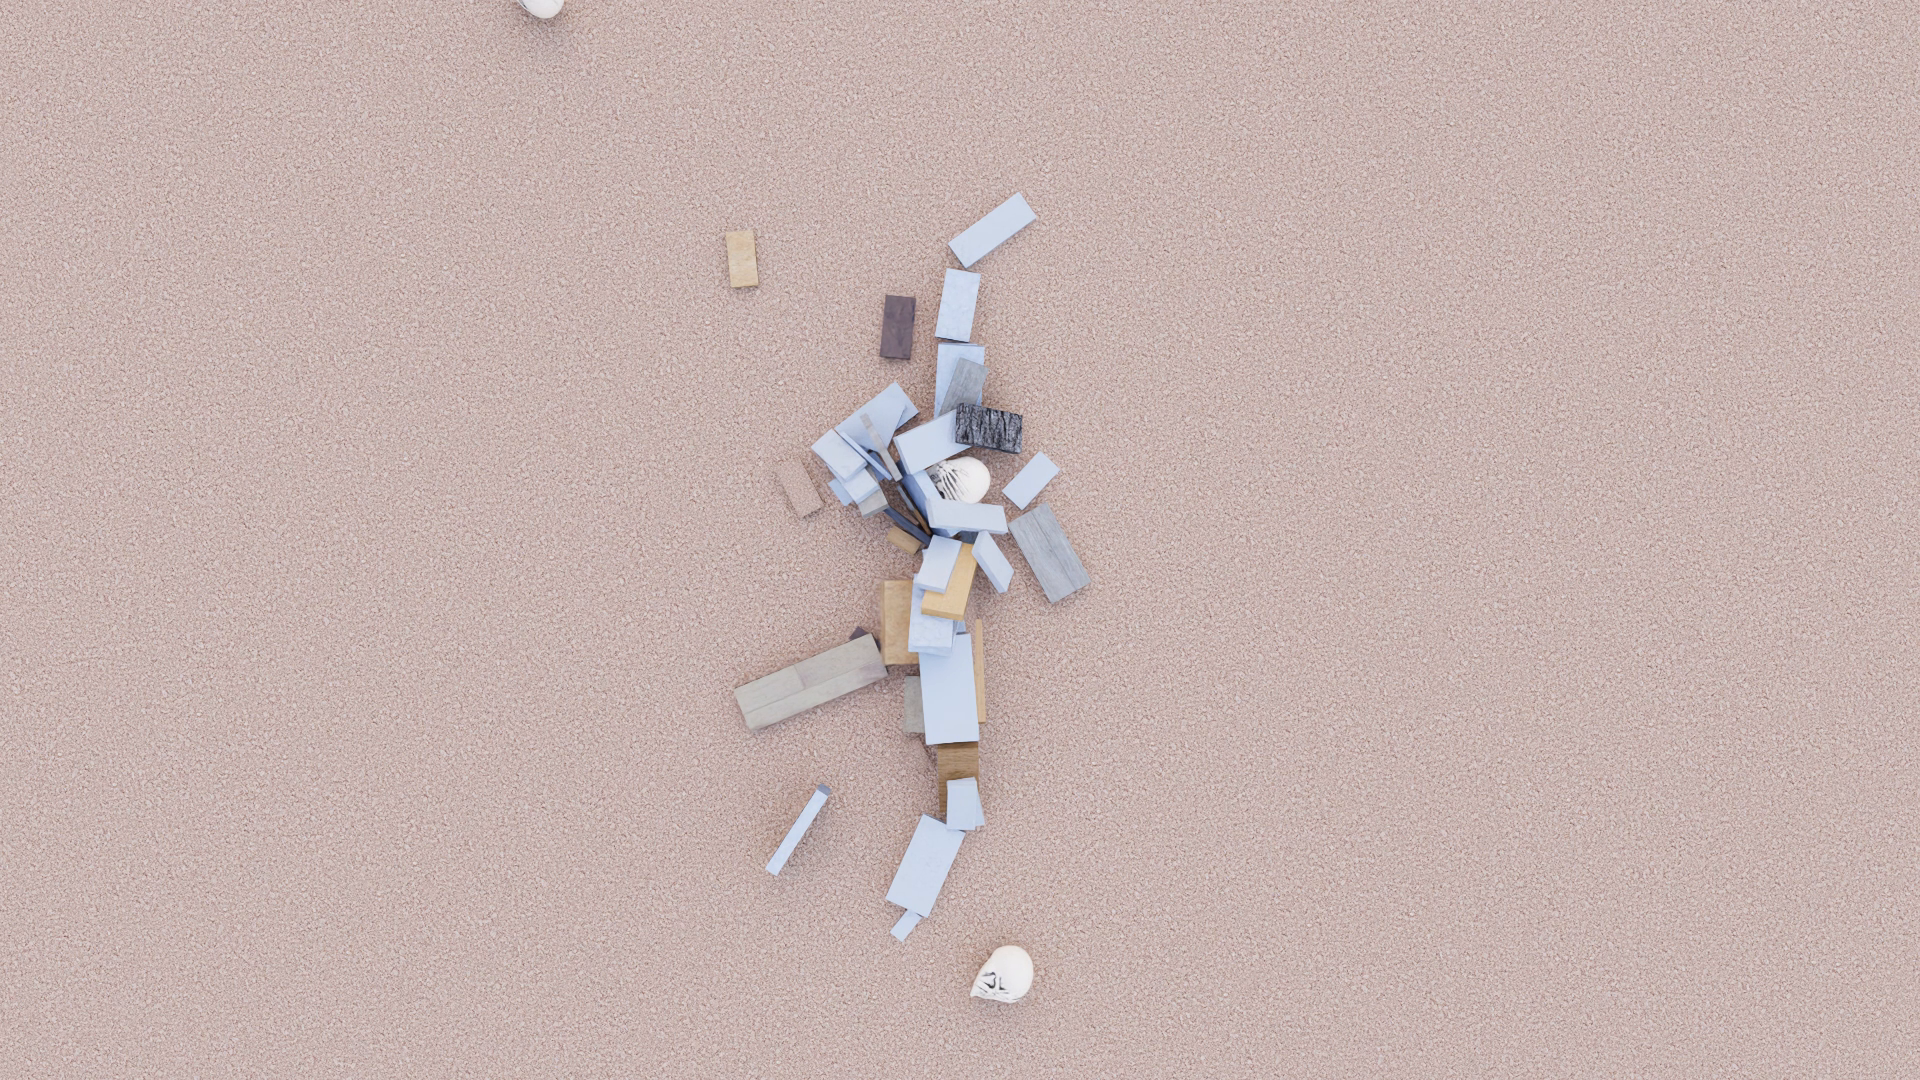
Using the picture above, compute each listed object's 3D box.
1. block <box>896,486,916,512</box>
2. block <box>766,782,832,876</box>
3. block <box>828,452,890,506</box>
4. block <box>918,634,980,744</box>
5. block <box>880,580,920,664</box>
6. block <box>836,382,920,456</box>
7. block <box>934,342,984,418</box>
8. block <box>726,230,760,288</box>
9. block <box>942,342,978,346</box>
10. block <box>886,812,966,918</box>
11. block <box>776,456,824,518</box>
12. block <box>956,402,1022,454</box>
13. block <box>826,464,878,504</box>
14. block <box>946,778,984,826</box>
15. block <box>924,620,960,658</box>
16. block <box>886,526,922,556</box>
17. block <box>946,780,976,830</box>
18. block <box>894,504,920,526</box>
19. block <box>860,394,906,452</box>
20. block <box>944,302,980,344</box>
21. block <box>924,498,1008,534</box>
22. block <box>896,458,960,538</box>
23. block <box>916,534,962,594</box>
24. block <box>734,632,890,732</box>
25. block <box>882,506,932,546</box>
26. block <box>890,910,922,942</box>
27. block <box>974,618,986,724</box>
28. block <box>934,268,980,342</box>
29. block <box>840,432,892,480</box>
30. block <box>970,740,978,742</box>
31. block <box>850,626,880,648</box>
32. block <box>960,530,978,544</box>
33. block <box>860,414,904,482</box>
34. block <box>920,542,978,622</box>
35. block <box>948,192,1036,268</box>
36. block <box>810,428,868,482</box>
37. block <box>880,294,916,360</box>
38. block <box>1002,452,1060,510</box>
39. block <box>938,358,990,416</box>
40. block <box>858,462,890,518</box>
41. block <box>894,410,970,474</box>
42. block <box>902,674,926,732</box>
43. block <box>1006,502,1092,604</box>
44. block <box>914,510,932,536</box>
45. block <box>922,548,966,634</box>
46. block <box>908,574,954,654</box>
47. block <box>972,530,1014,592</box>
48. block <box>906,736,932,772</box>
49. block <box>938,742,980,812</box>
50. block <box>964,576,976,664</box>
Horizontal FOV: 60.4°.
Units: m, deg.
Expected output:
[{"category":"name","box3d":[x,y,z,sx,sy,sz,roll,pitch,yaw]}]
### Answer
[{"category":"block","box3d":[-0.180,-0.138,5.476,0.013,0.047,0.095,-33,90,0]},{"category":"block","box3d":[-0.530,0.949,5.423,0.043,0.153,0.307,33,90,0]},{"category":"block","box3d":[-0.334,-0.204,5.487,0.187,0.027,0.094,-36,90,0]},{"category":"block","box3d":[-0.037,0.481,5.331,0.171,0.048,0.342,-5,88,0]},{"category":"block","box3d":[-0.192,0.271,5.451,0.137,0.039,0.275,0,89,-25]},{"category":"block","box3d":[-0.276,-0.397,5.482,0.256,0.036,0.128,-37,90,0]},{"category":"block","box3d":[-0.004,-0.490,5.430,0.152,0.043,0.303,3,104,-1]},{"category":"block","box3d":[-0.723,-0.934,5.487,0.091,0.026,0.183,-6,90,0]},{"category":"block","box3d":[-0.003,-0.536,5.457,0.114,0.032,0.228,1,104,0]},{"category":"block","box3d":[-0.115,1.079,5.478,0.153,0.043,0.307,24,90,0]},{"category":"block","box3d":[-0.533,-0.174,5.487,0.091,0.026,0.183,-27,90,0]},{"category":"block","box3d":[0.097,-0.364,5.398,0.256,0.036,0.128,8,81,-39]},{"category":"block","box3d":[-0.352,-0.209,5.422,0.091,0.026,0.182,-36,60,-6]},{"category":"block","box3d":[0.020,0.866,5.429,0.093,0.026,0.186,-9,121,5]},{"category":"block","box3d":[-0.057,0.284,5.313,0.094,0.027,0.187,9,55,6]},{"category":"block","box3d":[-0.188,0.002,5.492,0.109,0.015,0.054,32,90,0]},{"category":"block","box3d":[0.005,0.869,5.400,0.093,0.026,0.186,1,122,-1]},{"category":"block","box3d":[-0.177,-0.082,5.476,0.094,0.047,0.013,38,90,0]},{"category":"block","box3d":[-0.256,-0.382,5.451,0.091,0.026,0.182,23,90,0]},{"category":"block","box3d":[0.004,-0.675,5.484,0.114,0.032,0.228,2,90,0]},{"category":"block","box3d":[0.023,-0.077,5.375,0.313,0.026,0.092,6,65,-40]},{"category":"block","box3d":[-0.110,-0.139,5.421,0.043,0.152,0.303,-32,90,-17]},{"category":"block","box3d":[-0.068,0.078,5.332,0.097,0.028,0.194,13,56,10]},{"category":"block","box3d":[-0.492,0.471,5.470,0.495,0.043,0.153,-22,91,2]},{"category":"block","box3d":[-0.180,-0.055,5.453,0.231,0.094,0.027,38,90,0]},{"category":"block","box3d":[-0.181,1.280,5.493,0.052,0.015,0.104,39,90,0]},{"category":"block","box3d":[-0.007,0.434,5.422,0.171,0.048,0.342,-2,74,-1]},{"category":"block","box3d":[-0.007,-0.774,5.452,0.114,0.032,0.228,10,90,0]},{"category":"block","box3d":[-0.308,-0.278,5.438,0.223,0.054,0.015,43,91,-5]},{"category":"block","box3d":[-0.005,0.690,5.481,0.133,0.038,0.265,-1,90,0]},{"category":"block","box3d":[-0.313,0.338,5.493,0.104,0.015,0.052,38,90,0]},{"category":"block","box3d":[0.027,-0.028,5.492,0.054,0.015,0.109,-17,90,0]},{"category":"block","box3d":[-0.256,-0.301,5.392,0.026,0.091,0.242,-29,90,0]},{"category":"block","box3d":[-0.028,0.128,5.336,0.137,0.039,0.275,10,55,8]},{"category":"block","box3d":[0.107,-1.028,5.486,0.291,0.029,0.102,-36,90,0]},{"category":"block","box3d":[-0.399,-0.278,5.438,0.092,0.026,0.184,-43,61,-8]},{"category":"block","box3d":[-0.206,-0.707,5.486,0.102,0.029,0.204,6,90,0]},{"category":"block","box3d":[0.236,-0.198,5.487,0.092,0.026,0.185,43,90,0]},{"category":"block","box3d":[0.012,-0.484,5.394,0.102,0.029,0.204,20,103,-5]},{"category":"block","box3d":[-0.306,-0.165,5.417,0.091,0.026,0.182,-25,60,0]},{"category":"block","box3d":[-0.078,-0.322,5.347,0.256,0.036,0.128,-26,104,-19]},{"category":"block","box3d":[-0.139,0.545,5.487,0.093,0.026,0.186,3,90,0]},{"category":"block","box3d":[0.295,0.043,5.479,0.152,0.043,0.303,-29,90,0]},{"category":"block","box3d":[-0.125,-0.059,5.476,0.013,0.047,0.095,-31,90,0]},{"category":"block","box3d":[-0.052,0.168,5.409,0.097,0.028,0.294,-9,74,-3]},{"category":"block","box3d":[-0.088,0.235,5.308,0.137,0.039,0.275,2,55,2]},{"category":"block","box3d":[0.108,0.071,5.409,0.028,0.097,0.194,-11,130,32]},{"category":"block","box3d":[-0.137,0.713,5.493,0.052,0.015,0.104,-27,90,0]},{"category":"block","box3d":[-0.004,0.777,5.412,0.133,0.038,0.266,-1,122,0]},{"category":"block","box3d":[-0.033,0.234,5.429,0.171,0.048,0.342,1,74,0]}]
